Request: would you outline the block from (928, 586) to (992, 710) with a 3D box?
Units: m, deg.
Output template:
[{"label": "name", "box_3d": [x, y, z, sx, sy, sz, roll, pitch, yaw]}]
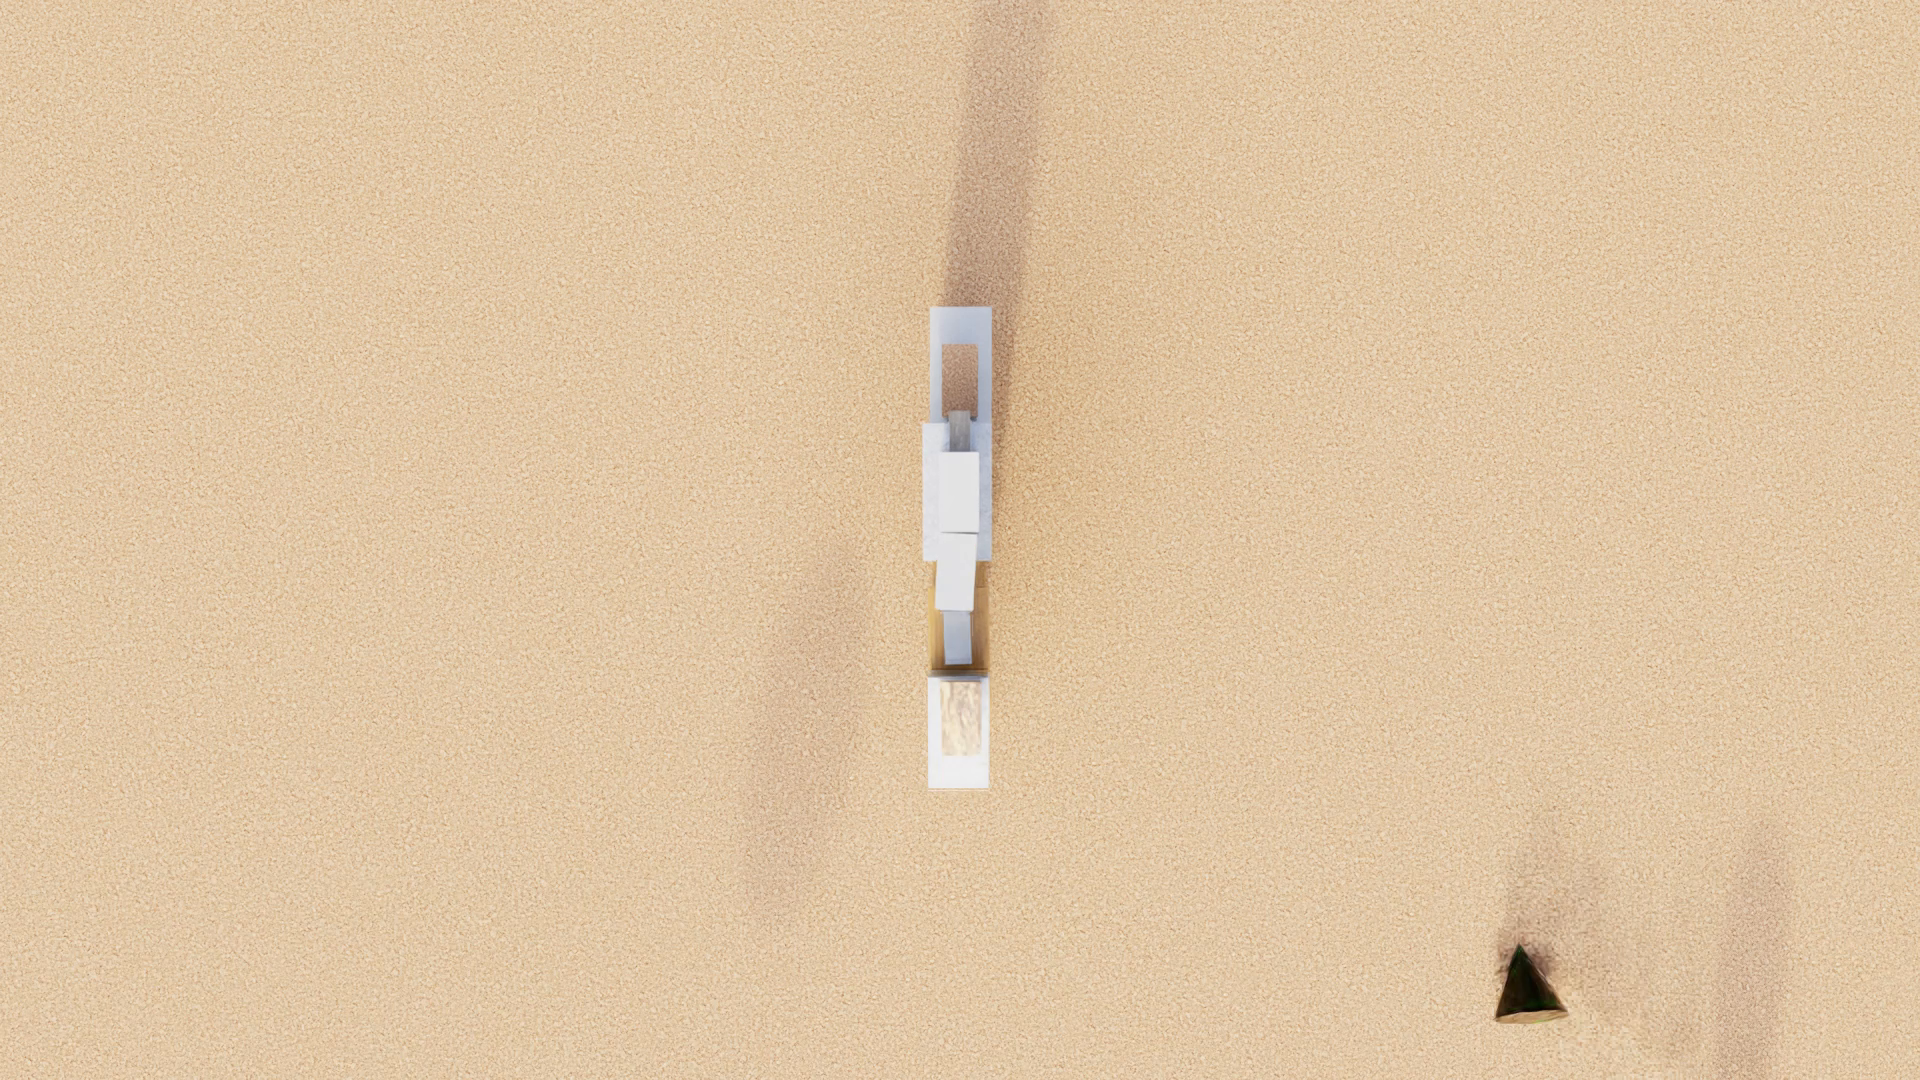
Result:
[{"label": "block", "box_3d": [-0.002, 0.296, 4.507, 0.167, 0.047, 0.334, -1, 90, 0]}]

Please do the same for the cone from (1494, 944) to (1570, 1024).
[{"label": "cone", "box_3d": [1.866, 1.453, 5.444, 0.242, 0.242, 0.242, -2, 64, 0]}]

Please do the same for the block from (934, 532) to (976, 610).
[{"label": "block", "box_3d": [-0.010, 0.076, 3.943, 0.091, 0.026, 0.182, 3, 90, -1]}]

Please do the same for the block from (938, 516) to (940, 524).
[{"label": "block", "box_3d": [-0.003, -0.051, 4.043, 0.095, 0.190, 0.027, 0, 90, 0]}]

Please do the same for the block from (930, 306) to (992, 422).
[{"label": "block", "box_3d": [0.002, -0.467, 4.511, 0.167, 0.047, 0.334, 0, 90, 0]}]

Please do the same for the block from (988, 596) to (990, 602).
[{"label": "block", "box_3d": [0.000, 0.184, 4.698, 0.167, 0.334, 0.047, -1, 90, 0]}]

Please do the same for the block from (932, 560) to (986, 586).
[{"label": "block", "box_3d": [-0.003, -0.018, 4.554, 0.145, 0.041, 0.291, 0, 90, 0]}]

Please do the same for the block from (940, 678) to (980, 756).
[{"label": "block", "box_3d": [0.002, 0.421, 3.927, 0.095, 0.027, 0.190, 0, 109, 0]}]

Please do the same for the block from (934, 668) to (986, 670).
[{"label": "block", "box_3d": [-0.004, 0.374, 4.330, 0.153, 0.307, 0.043, -1, 91, 0]}]

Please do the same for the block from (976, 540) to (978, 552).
[{"label": "block", "box_3d": [-0.004, 0.015, 4.047, 0.091, 0.182, 0.026, 0, 89, 0]}]

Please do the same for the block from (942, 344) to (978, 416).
[{"label": "block", "box_3d": [0.000, -0.415, 4.288, 0.093, 0.026, 0.186, 0, 90, 0]}]

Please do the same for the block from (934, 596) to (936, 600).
[{"label": "block", "box_3d": [-0.016, 0.133, 4.144, 0.091, 0.378, 0.026, 7, 91, 0]}]

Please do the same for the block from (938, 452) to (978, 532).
[{"label": "block", "box_3d": [-0.003, -0.114, 3.935, 0.095, 0.027, 0.190, 0, 90, 0]}]

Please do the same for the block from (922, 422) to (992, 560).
[{"label": "block", "box_3d": [-0.007, -0.121, 4.163, 0.173, 0.049, 0.346, 0, 90, 0]}]

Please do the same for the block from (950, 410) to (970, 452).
[{"label": "block", "box_3d": [-0.001, -0.265, 4.030, 0.050, 0.014, 0.101, 0, 90, 0]}]

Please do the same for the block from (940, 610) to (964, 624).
[{"label": "block", "box_3d": [-0.015, 0.196, 4.264, 0.067, 0.134, 0.019, 0, 96, -2]}]

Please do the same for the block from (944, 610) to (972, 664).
[{"label": "block", "box_3d": [-0.006, 0.249, 4.188, 0.067, 0.019, 0.134, -2, 91, -2]}]

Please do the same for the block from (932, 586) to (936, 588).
[{"label": "block", "box_3d": [-0.005, 0.076, 4.887, 0.154, 0.044, 0.309, 0, 90, 0]}]

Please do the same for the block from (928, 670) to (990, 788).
[{"label": "block", "box_3d": [-0.004, 0.481, 4.183, 0.153, 0.043, 0.307, 0, 109, 0]}]
